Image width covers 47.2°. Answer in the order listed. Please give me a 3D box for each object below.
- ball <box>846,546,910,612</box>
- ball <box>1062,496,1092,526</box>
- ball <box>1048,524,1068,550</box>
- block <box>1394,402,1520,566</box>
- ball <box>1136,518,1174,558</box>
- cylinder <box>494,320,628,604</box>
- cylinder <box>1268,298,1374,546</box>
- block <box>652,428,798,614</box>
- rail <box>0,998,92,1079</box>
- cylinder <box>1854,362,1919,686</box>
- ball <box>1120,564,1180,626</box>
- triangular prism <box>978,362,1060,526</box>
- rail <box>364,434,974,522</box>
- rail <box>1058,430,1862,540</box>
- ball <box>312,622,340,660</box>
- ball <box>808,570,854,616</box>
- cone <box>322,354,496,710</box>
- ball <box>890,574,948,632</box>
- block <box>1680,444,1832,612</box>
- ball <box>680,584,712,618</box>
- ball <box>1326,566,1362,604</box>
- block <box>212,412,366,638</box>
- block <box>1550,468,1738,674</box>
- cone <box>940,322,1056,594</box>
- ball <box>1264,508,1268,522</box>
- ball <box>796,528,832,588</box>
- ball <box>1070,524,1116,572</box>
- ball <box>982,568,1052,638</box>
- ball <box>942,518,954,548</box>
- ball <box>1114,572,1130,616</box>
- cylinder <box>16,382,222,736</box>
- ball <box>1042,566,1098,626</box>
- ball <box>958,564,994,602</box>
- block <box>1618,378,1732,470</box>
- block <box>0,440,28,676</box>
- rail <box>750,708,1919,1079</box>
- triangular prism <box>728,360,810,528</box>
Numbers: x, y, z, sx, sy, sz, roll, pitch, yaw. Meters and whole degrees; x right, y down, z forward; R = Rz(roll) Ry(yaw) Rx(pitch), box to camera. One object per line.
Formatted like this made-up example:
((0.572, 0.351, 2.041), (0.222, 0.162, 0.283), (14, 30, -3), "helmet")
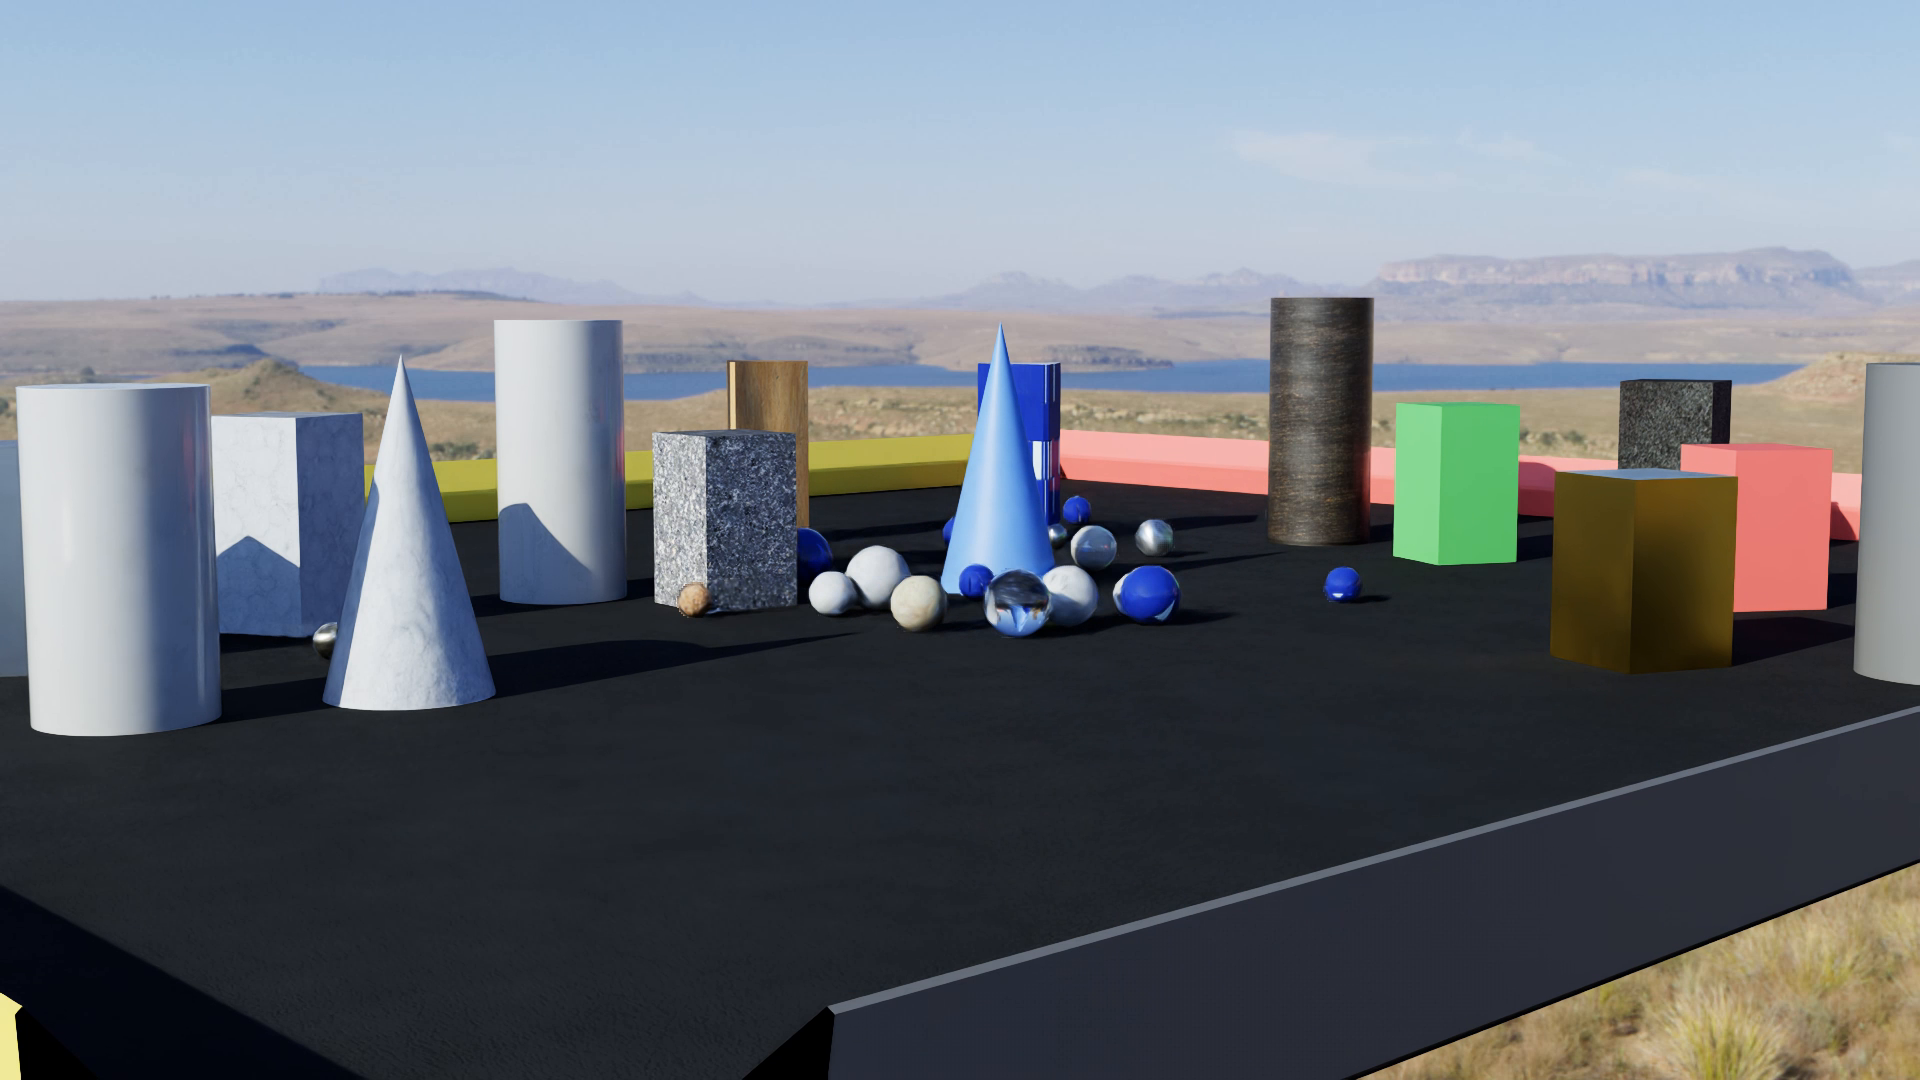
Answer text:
((-0.121, 0.058, 3.251), (0.098, 0.098, 0.098), (0, 6, 0), "ball")
((0.243, -0.060, 4.556), (0.060, 0.060, 0.060), (0, 6, 0), "ball")
((0.178, -0.006, 4.100), (0.047, 0.047, 0.047), (0, 6, 0), "ball")
((0.887, -0.104, 3.933), (0.157, 0.277, 0.157), (-2, 6, -18), "block")
((0.352, -0.004, 3.972), (0.069, 0.069, 0.069), (0, 6, 0), "ball")
((-0.618, -0.125, 3.408), (0.196, 0.429, 0.196), (0, 6, 0), "cylinder")
((0.693, -0.231, 4.230), (0.196, 0.468, 0.196), (0, 6, 0), "cylinder")
((-0.356, -0.033, 3.332), (0.157, 0.260, 0.157), (-4, 7, -37), "block")
((-1.380, 0.166, 2.065), (0.045, 0.127, 3.360), (-5, 8, -42), "rail")
((1.201, -0.024, 2.677), (0.196, 0.379, 0.196), (0, 6, 0), "cylinder")
((0.270, 0.078, 3.116), (0.086, 0.086, 0.086), (0, 6, 0), "ball")
((0.146, -0.172, 4.275), (0.170, 0.342, 0.147), (5, 8, 40), "triangular prism")
((-1.123, -0.094, 4.542), (3.803, 0.127, 0.045), (-5, 8, -42), "rail")
((1.380, -0.099, 4.599), (0.045, 0.127, 3.360), (-5, 8, -42), "rail")
((-0.802, 0.129, 2.809), (0.047, 0.047, 0.047), (0, 6, 0), "ball")
((-0.186, 0.078, 3.202), (0.067, 0.067, 0.067), (0, 6, 0), "ball")
((-0.638, -0.017, 2.531), (0.196, 0.395, 0.196), (0, 6, 0), "cone")
((-0.056, 0.088, 3.046), (0.079, 0.079, 0.079), (0, 6, 0), "ball")
((1.201, -0.022, 3.331), (0.157, 0.239, 0.157), (-1, 6, -11), "block")
((-0.383, 0.088, 3.195), (0.048, 0.048, 0.048), (0, 6, 0), "ball")
((0.584, 0.068, 3.350), (0.056, 0.056, 0.056), (0, 6, 0), "ball")
((-0.946, -0.026, 3.083), (0.157, 0.299, 0.157), (2, 6, 19), "block")
((0.863, 0.035, 2.783), (0.157, 0.239, 0.157), (-2, 6, -22), "block")
((0.064, -0.135, 3.504), (0.196, 0.428, 0.196), (0, 6, 0), "cone")
((0.652, -0.052, 4.494), (0.056, 0.056, 0.056), (0, 6, 0), "ball")
((-0.254, 0.029, 3.521), (0.098, 0.098, 0.098), (0, 6, 0), "ball")
((0.228, 0.014, 3.759), (0.079, 0.079, 0.079), (0, 6, 0), "ball")
((0.078, 0.086, 2.997), (0.094, 0.094, 0.094), (0, 6, 0), "ball")
((0.000, -0.010, 4.049), (0.067, 0.067, 0.067), (0, 6, 0), "ball")
((0.255, 0.079, 3.190), (0.067, 0.067, 0.067), (0, 6, 0), "ball")
((-0.909, 0.015, 2.384), (0.196, 0.363, 0.196), (0, 6, 0), "cylinder")
((0.152, 0.079, 3.099), (0.087, 0.087, 0.087), (0, 6, 0), "ball")
((0.026, 0.065, 3.372), (0.057, 0.057, 0.057), (0, 6, 0), "ball")
((1.259, -0.120, 3.880), (0.157, 0.321, 0.157), (3, 7, 30), "block")
((-1.219, 0.021, 2.730), (0.157, 0.279, 0.157), (-2, 6, -14), "block")
((1.123, 0.160, 2.121), (3.803, 0.127, 0.045), (-5, 8, -42), "rail")
((-0.400, -0.167, 4.195), (0.170, 0.348, 0.147), (-5, 8, -38), "triangular prism")
